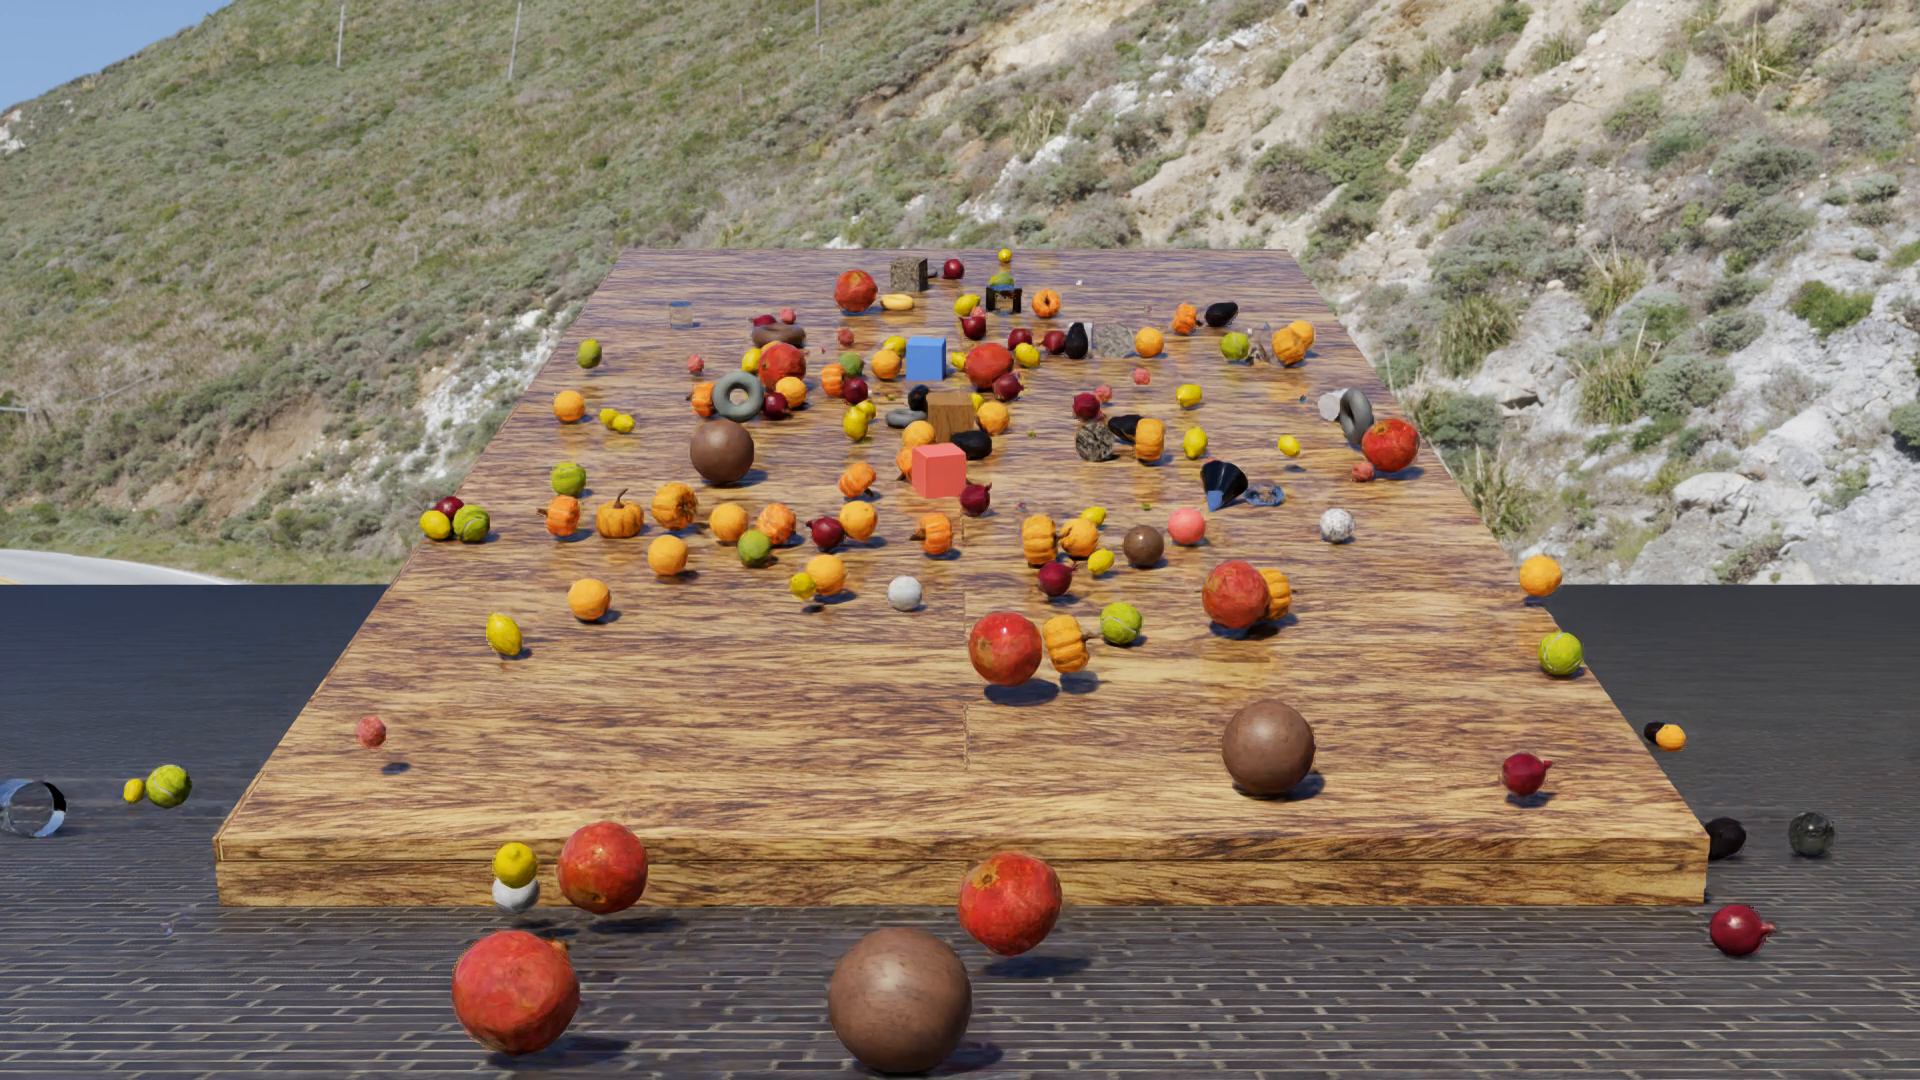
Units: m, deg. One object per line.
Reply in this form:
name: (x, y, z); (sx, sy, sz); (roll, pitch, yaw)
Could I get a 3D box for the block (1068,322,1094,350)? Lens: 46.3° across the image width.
block: (0.301, -0.509, 5.598); (0.057, 0.057, 0.057); (2, 19, 6)

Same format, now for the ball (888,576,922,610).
ball: (-0.093, 0.090, 3.817); (0.060, 0.060, 0.060); (0, -1, 0)

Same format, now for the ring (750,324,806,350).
ring: (-0.454, -0.509, 5.616); (0.137, 0.046, 0.137); (1, 18, 0)

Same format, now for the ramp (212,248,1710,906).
ramp: (-0.004, -0.194, 4.909); (2.000, 0.100, 4.000); (0, 19, 0)

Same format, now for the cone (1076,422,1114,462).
cone: (0.289, -0.197, 4.707); (0.083, 0.083, 0.083); (0, -9, 12)

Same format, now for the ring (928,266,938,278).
ring: (-0.102, -0.766, 6.409); (0.078, 0.026, 0.078); (1, 22, 0)

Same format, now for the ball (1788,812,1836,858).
ball: (1.349, 0.467, 3.559); (0.070, 0.070, 0.070); (0, -1, 0)

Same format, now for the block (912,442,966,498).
block: (-0.041, -0.138, 4.455); (0.085, 0.085, 0.085); (-6, 20, -19)

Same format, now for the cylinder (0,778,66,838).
cylinder: (-1.595, 0.458, 3.845); (0.096, 0.096, 0.096); (1, -2, -40)

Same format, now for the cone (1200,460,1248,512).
cone: (0.500, -0.086, 4.368); (0.096, 0.096, 0.096); (-1, 43, 30)

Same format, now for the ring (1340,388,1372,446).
ring: (0.833, -0.259, 4.725); (0.041, 0.122, 0.122); (-9, 1, -11)

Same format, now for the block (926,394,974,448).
block: (-0.023, -0.253, 4.780); (0.096, 0.096, 0.096); (-1, 19, -3)

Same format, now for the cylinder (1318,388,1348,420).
cylinder: (0.836, -0.300, 4.972); (0.060, 0.060, 0.060); (-16, 9, -39)

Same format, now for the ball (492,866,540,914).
ball: (-0.558, 0.441, 2.823); (0.059, 0.059, 0.059); (0, -1, 0)

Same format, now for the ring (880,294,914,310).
ring: (-0.168, -0.636, 6.015); (0.092, 0.031, 0.092); (4, 19, -1)

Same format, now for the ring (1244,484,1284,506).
ring: (0.595, -0.088, 4.401); (0.080, 0.027, 0.080); (-2, 17, 1)

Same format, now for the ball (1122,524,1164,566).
ball: (0.329, 0.010, 4.031); (0.075, 0.075, 0.075); (0, -1, 0)

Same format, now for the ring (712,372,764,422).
ring: (-0.487, -0.315, 4.936); (0.115, 0.115, 0.038); (0, 18, -18)

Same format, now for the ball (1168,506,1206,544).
ball: (0.419, -0.026, 4.148); (0.070, 0.070, 0.070); (0, -1, 0)

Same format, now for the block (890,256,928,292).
block: (-0.141, -0.738, 6.238); (0.082, 0.082, 0.082); (5, 19, 15)

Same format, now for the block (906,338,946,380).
block: (-0.081, -0.429, 5.318); (0.084, 0.084, 0.084); (2, 19, 5)

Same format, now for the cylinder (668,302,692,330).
cylinder: (-0.720, -0.579, 5.797); (0.060, 0.060, 0.060); (0, 19, 0)

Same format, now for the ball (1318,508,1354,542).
ball: (0.697, -0.028, 4.165); (0.063, 0.063, 0.063); (0, -1, 0)

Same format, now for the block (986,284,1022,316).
block: (0.115, -0.636, 5.959); (0.068, 0.068, 0.068); (-12, 22, -31)

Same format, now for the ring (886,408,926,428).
ring: (-0.117, -0.267, 4.924); (0.089, 0.030, 0.089); (1, 18, 0)

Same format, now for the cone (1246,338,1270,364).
cone: (0.726, -0.465, 5.469); (0.058, 0.058, 0.058); (0, 19, 0)
